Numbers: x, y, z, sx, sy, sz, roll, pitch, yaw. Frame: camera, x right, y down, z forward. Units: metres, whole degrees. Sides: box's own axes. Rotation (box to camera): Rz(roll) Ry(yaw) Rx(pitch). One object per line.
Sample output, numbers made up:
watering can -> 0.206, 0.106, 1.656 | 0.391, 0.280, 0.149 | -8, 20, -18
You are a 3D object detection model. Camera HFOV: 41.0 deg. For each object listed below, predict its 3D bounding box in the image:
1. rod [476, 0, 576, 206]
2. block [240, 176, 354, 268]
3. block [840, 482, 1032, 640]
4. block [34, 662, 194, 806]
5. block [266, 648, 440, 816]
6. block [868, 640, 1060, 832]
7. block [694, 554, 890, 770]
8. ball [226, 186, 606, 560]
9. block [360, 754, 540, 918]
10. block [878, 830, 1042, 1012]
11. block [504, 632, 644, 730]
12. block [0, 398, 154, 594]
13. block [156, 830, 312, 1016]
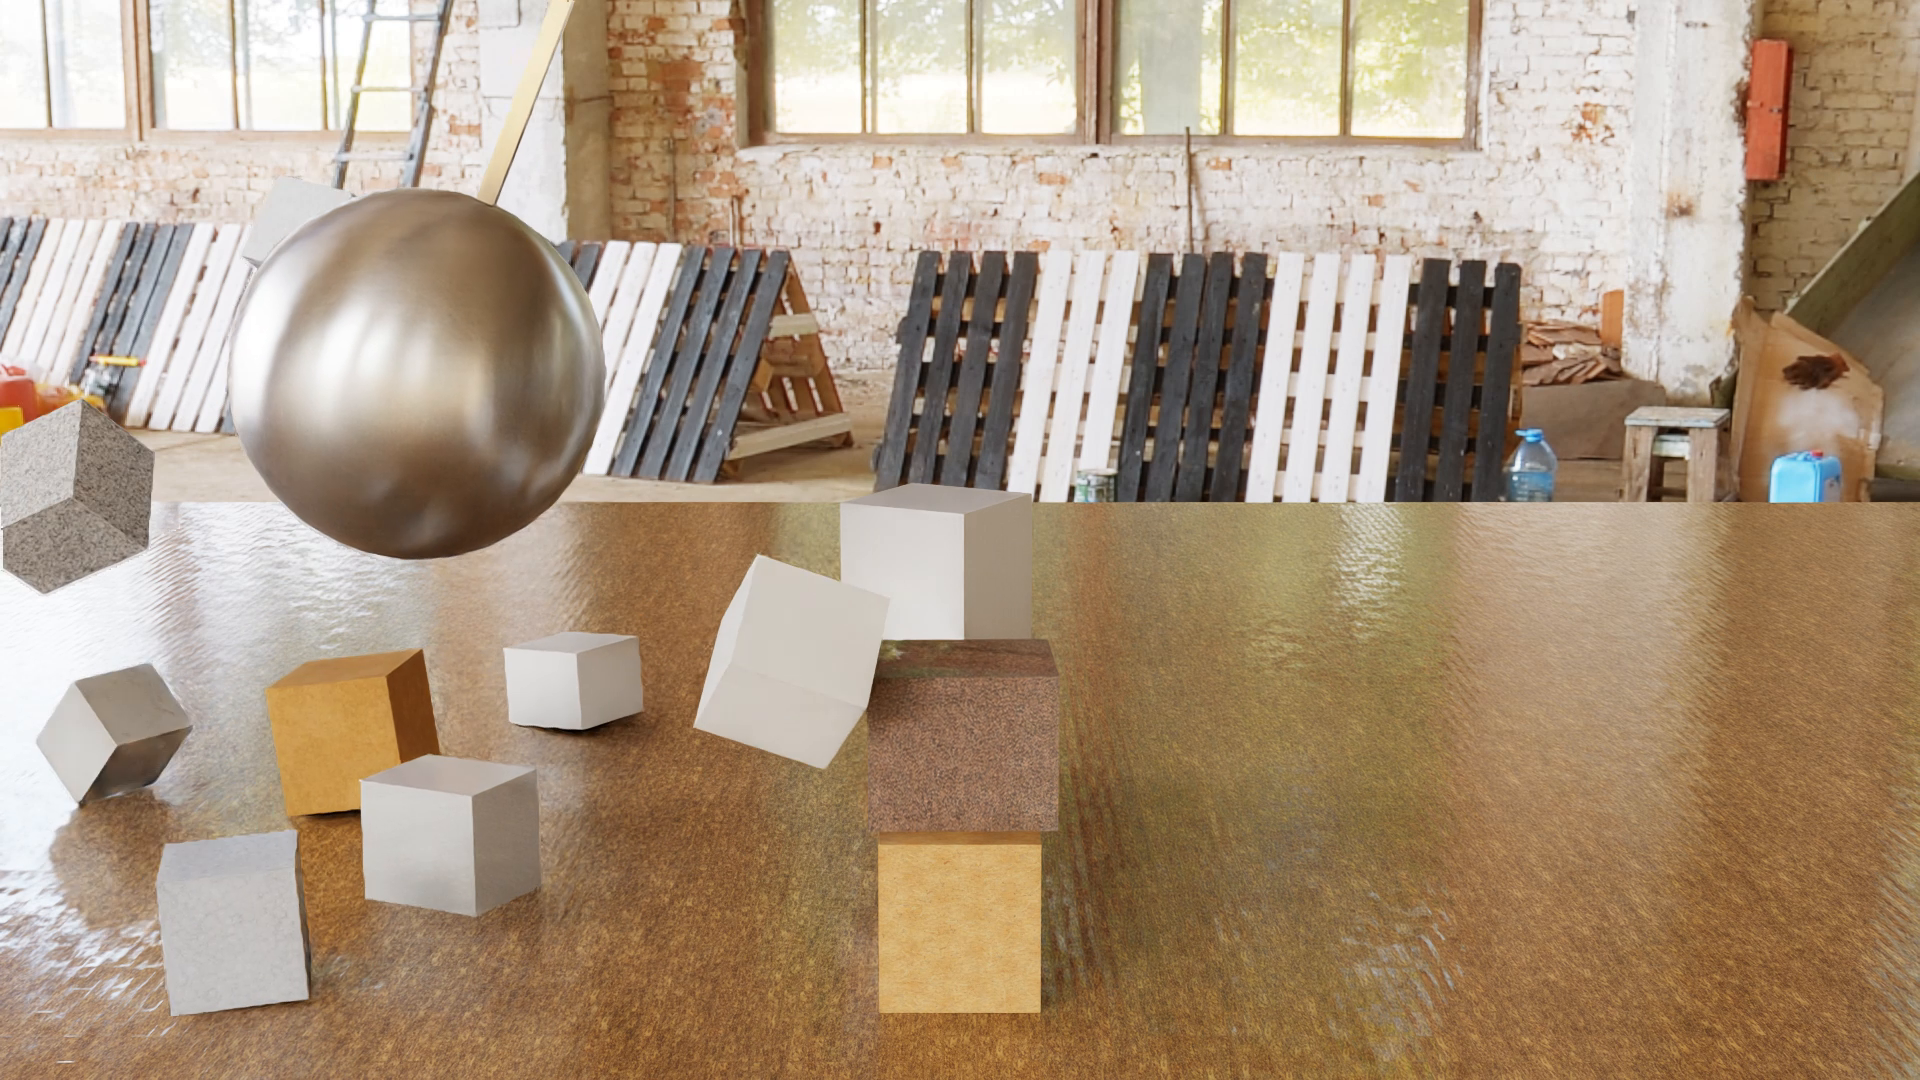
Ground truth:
rod -> -1.009, -3.797, 10.490 | 0.080, 5.200, 0.080 | 23, 10, -4
block -> -2.937, -1.354, 11.867 | 0.452, 0.420, 0.464 | 16, -14, 27
block -> -0.113, 0.163, 12.668 | 0.686, 0.751, 0.702 | 6, 12, 28
block -> -4.149, 0.949, 12.588 | 0.408, 0.477, 0.463 | 51, 32, 16
block -> -2.939, 0.930, 12.492 | 0.594, 0.629, 0.603 | -6, 10, 6
block -> 0.001, 0.755, 10.043 | 0.726, 0.601, 0.674 | 0, 10, -2
block -> -0.635, 0.465, 9.681 | 0.529, 0.491, 0.522 | 19, -36, -11
ball -> -2.329, -0.714, 11.051 | 1.600, 1.600, 1.600 | 0, 10, 0
block -> -2.201, 1.270, 11.104 | 0.581, 0.528, 0.476 | 5, 11, 25
block -> -0.001, 1.410, 9.961 | 0.611, 0.661, 0.616 | 0, 10, 0
block -> -2.116, 0.767, 14.074 | 0.522, 0.420, 0.512 | 2, 10, 33
block -> -3.825, -0.181, 10.937 | 0.560, 0.526, 0.455 | -22, -38, 17
block -> -2.800, 1.472, 9.921 | 0.505, 0.527, 0.503 | -6, 11, -12
